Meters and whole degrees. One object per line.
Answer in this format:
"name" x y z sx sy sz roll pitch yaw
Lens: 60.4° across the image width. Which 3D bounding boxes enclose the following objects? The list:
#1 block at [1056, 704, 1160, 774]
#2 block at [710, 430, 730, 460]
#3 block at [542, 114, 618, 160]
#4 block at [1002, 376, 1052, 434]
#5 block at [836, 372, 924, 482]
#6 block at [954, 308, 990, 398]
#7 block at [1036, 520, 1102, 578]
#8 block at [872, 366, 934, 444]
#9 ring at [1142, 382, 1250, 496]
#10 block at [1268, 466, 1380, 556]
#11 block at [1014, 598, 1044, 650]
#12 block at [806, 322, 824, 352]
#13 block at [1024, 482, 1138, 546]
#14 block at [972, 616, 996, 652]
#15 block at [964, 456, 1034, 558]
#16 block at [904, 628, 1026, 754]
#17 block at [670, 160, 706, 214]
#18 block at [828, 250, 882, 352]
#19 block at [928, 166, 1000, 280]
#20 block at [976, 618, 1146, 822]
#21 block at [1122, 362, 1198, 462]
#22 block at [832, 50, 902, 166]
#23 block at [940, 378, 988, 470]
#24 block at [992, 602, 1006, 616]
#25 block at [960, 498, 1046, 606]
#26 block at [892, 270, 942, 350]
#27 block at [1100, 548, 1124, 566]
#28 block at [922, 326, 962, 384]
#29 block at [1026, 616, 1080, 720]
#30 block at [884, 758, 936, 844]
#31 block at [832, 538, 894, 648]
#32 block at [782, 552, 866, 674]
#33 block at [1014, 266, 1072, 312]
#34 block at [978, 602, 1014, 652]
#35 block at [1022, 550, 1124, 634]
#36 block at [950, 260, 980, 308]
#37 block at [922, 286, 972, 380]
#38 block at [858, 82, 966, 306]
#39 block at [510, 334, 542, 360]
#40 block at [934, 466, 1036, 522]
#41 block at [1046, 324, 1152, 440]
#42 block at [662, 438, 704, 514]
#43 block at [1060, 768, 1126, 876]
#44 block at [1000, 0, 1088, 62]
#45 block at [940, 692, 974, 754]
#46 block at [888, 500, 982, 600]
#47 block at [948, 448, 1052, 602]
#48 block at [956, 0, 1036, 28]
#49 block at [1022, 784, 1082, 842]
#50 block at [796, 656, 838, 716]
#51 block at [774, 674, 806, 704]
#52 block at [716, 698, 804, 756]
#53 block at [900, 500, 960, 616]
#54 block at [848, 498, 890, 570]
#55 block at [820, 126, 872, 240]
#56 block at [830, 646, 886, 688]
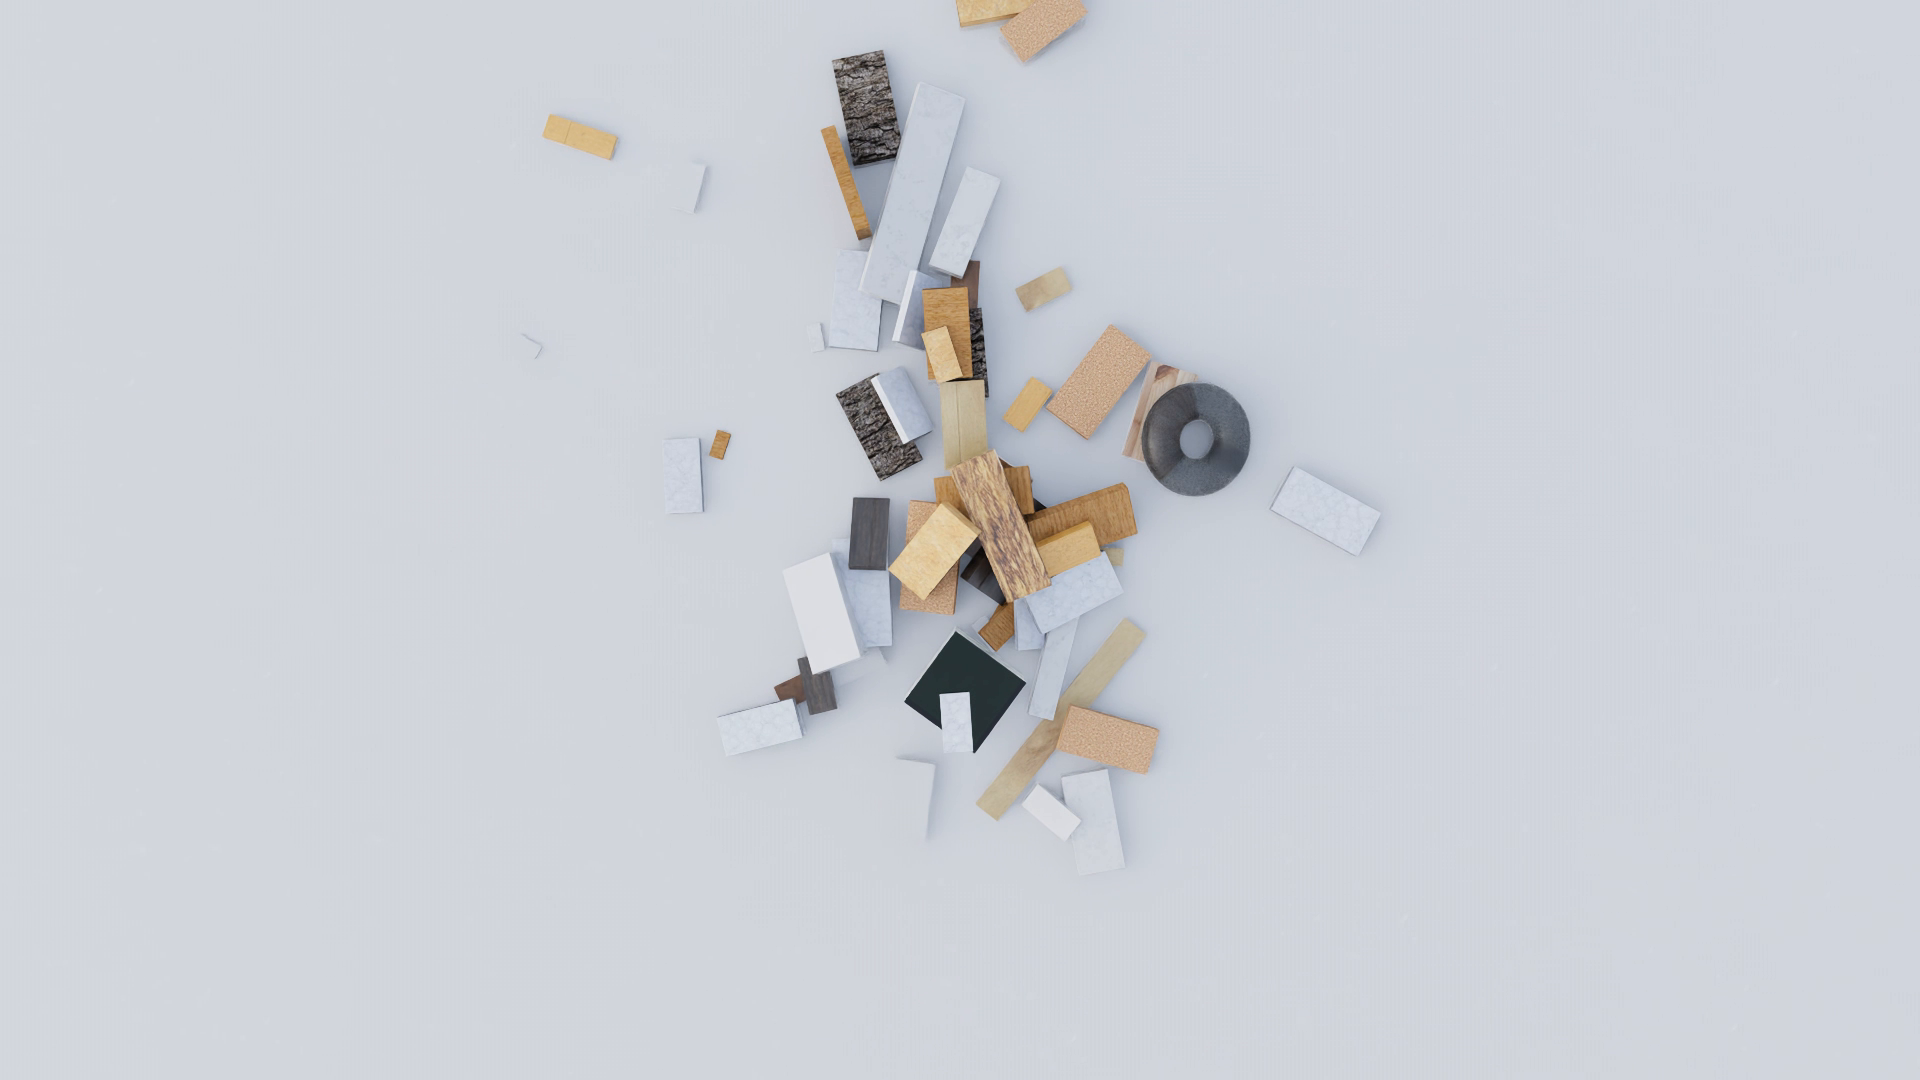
"block" 0.490 0.660 5.462 0.309 0.044 0.154 16 92 -5
"block" -0.800 -0.317 5.493 0.046 0.013 0.092 18 90 0
"block" -1.264 -1.341 5.489 0.235 0.023 0.080 19 90 0
"block" 0.225 -0.450 5.488 0.086 0.024 0.171 36 90 0
"block" -0.268 -0.376 5.477 0.161 0.046 0.322 -27 90 0
"block" 0.011 -0.611 5.434 0.146 0.041 0.292 -5 104 1
"block" 0.330 0.041 5.393 0.245 0.035 0.122 -23 119 -4
"block" -0.188 -0.447 5.450 0.119 0.034 0.238 -27 90 -38
"ring" 0.775 -0.329 5.405 0.378 0.126 0.378 -2 97 -15
"block" 1.211 -0.095 5.477 0.326 0.046 0.163 29 90 0
"block" 0.229 0.265 5.460 0.096 0.027 0.192 -5 97 -19
"block" -0.481 -0.674 5.493 0.046 0.013 0.092 -11 90 0
"block" 0.398 -0.050 5.417 0.349 0.049 0.175 -19 119 -6
"block" 0.095 0.313 5.492 0.058 0.016 0.115 -38 90 0
"block" 0.085 -0.109 5.452 0.163 0.046 0.326 34 99 0
"block" 0.016 0.482 5.361 0.279 0.279 0.279 36 90 0
"block" -0.903 -1.176 5.489 0.080 0.023 0.160 15 90 0
"block" -0.340 -0.795 5.477 0.161 0.046 0.322 5 90 0
"block" 0.016 -1.050 5.460 0.119 0.034 0.358 21 83 1
"block" 0.336 0.596 5.487 0.093 0.026 0.794 39 90 0
"block" 0.664 -0.413 5.477 0.163 0.046 0.326 17 90 0
"block" -0.305 -1.434 5.475 0.173 0.049 0.346 -12 90 0
"block" 0.014 -0.382 5.446 0.146 0.041 0.292 -3 104 0
"block" 0.152 0.232 5.492 0.058 0.016 0.115 29 90 0
"block" 0.171 0.027 5.430 0.175 0.049 0.349 35 90 -35
"block" -0.141 -0.757 5.447 0.119 0.034 0.238 14 90 -44
"block" 0.486 0.054 5.491 0.115 0.016 0.058 5 91 0
"block" -0.058 -0.603 5.360 0.085 0.024 0.171 -17 103 4
"block" 0.320 0.367 5.466 0.086 0.024 0.452 15 86 -10
"block" -0.165 0.866 5.481 0.132 0.037 0.265 8 90 0
"block" -0.322 0.175 5.460 0.180 0.051 0.360 -3 85 0
"block" -0.446 0.241 5.416 0.180 0.051 0.360 -21 80 19
"block" 0.278 -0.833 5.488 0.171 0.024 0.085 -27 90 0
"block" 0.150 0.277 5.464 0.173 0.024 0.086 -45 108 -8
"block" 0.369 0.172 5.439 0.309 0.044 0.154 -27 98 -10
"block" 0.015 -0.835 5.460 0.093 0.026 0.186 3 75 1
"block" -0.040 -0.675 5.376 0.146 0.041 0.292 -3 104 1
"block" -0.159 -1.140 5.443 0.161 0.046 0.714 16 88 -17
"block" -1.444 -0.645 5.493 0.092 0.013 0.046 30 90 0
"block" 0.079 -0.143 5.353 0.311 0.044 0.155 -7 85 6
"block" 0.460 -0.524 5.475 0.175 0.049 0.349 38 90 0
"block" -0.920 -0.212 5.483 0.122 0.035 0.245 -3 90 0
"block" 0.441 0.935 5.478 0.154 0.044 0.330 -10 90 0
"block" 0.276 -1.714 5.445 0.265 0.037 0.132 -36 106 8
"block" -0.011 0.576 5.208 0.093 0.026 0.185 -4 90 0
"block" -0.082 0.034 5.340 0.155 0.044 0.311 41 118 4
"block" 0.132 -0.045 5.303 0.155 0.044 0.477 -22 100 9
"block" 0.157 -1.825 5.475 0.347 0.049 0.173 -10 90 0
"block" 0.305 0.901 5.459 0.185 0.026 0.093 39 103 12
"block" -0.470 0.475 5.455 0.096 0.027 0.192 -14 84 4
"block" -0.523 0.490 5.488 0.173 0.024 0.086 -25 90 0
"block" -0.661 0.619 5.467 0.265 0.037 0.132 -15 91 6
"block" -0.091 0.057 5.440 0.180 0.051 0.360 7 98 7
"block" -0.298 -0.021 5.435 0.122 0.035 0.245 2 68 2
"block" -0.372 -1.170 5.413 0.049 0.173 0.347 -19 90 0
"block" -0.350 0.410 5.486 0.192 0.027 0.096 -24 90 0
